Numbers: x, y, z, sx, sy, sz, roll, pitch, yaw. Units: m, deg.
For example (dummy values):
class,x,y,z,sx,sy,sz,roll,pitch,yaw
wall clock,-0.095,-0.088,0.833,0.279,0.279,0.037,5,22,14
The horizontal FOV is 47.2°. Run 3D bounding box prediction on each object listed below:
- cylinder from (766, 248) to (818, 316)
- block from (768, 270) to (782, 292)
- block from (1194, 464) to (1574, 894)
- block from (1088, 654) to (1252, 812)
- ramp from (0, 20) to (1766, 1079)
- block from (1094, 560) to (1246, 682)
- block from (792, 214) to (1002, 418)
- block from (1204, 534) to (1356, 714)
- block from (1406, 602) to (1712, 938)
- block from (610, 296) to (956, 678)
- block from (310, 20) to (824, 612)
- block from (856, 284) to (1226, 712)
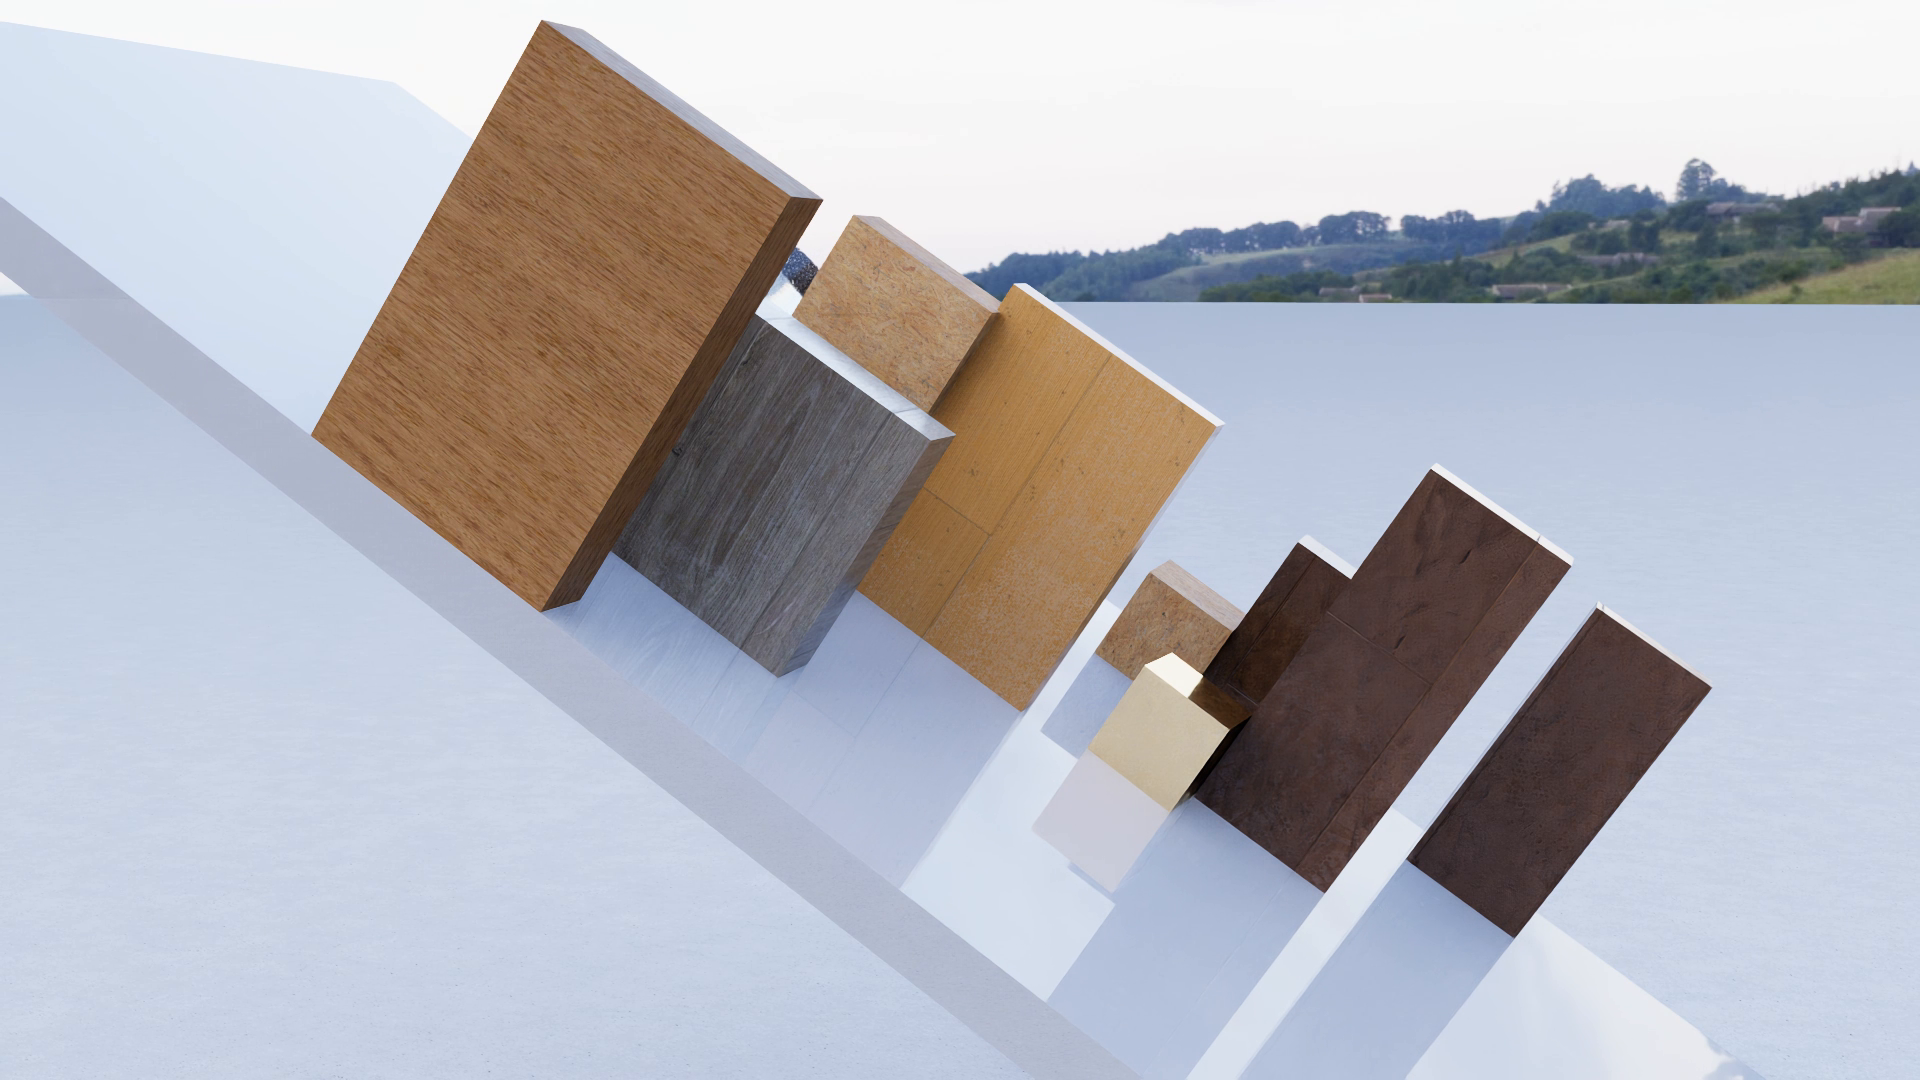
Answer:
class,x,y,z,sx,sy,sz,roll,pitch,yaw
cylinder,-0.361,-0.443,4.084,0.164,0.164,0.164,6,42,43
block,-0.612,-0.384,3.776,0.431,0.474,0.085,36,15,10
block,0.779,0.258,4.076,0.300,0.761,0.119,36,15,10
block,0.391,0.354,4.078,0.192,0.192,0.192,37,16,14
ramp,-0.115,0.196,4.094,4.000,0.100,2.000,36,15,10
block,0.449,0.199,4.640,0.210,0.210,0.210,36,15,10
block,-0.200,-0.266,4.046,0.311,0.579,0.143,36,15,10
block,0.689,0.241,4.573,0.244,0.432,0.133,36,15,10
block,1.223,0.473,4.513,0.271,0.657,0.092,36,15,10
block,-0.304,-0.089,3.517,0.394,0.460,0.129,36,15,10
block,-0.578,-0.319,3.188,0.447,0.711,0.127,36,15,10
block,0.116,-0.076,3.997,0.444,0.635,0.084,36,15,10
